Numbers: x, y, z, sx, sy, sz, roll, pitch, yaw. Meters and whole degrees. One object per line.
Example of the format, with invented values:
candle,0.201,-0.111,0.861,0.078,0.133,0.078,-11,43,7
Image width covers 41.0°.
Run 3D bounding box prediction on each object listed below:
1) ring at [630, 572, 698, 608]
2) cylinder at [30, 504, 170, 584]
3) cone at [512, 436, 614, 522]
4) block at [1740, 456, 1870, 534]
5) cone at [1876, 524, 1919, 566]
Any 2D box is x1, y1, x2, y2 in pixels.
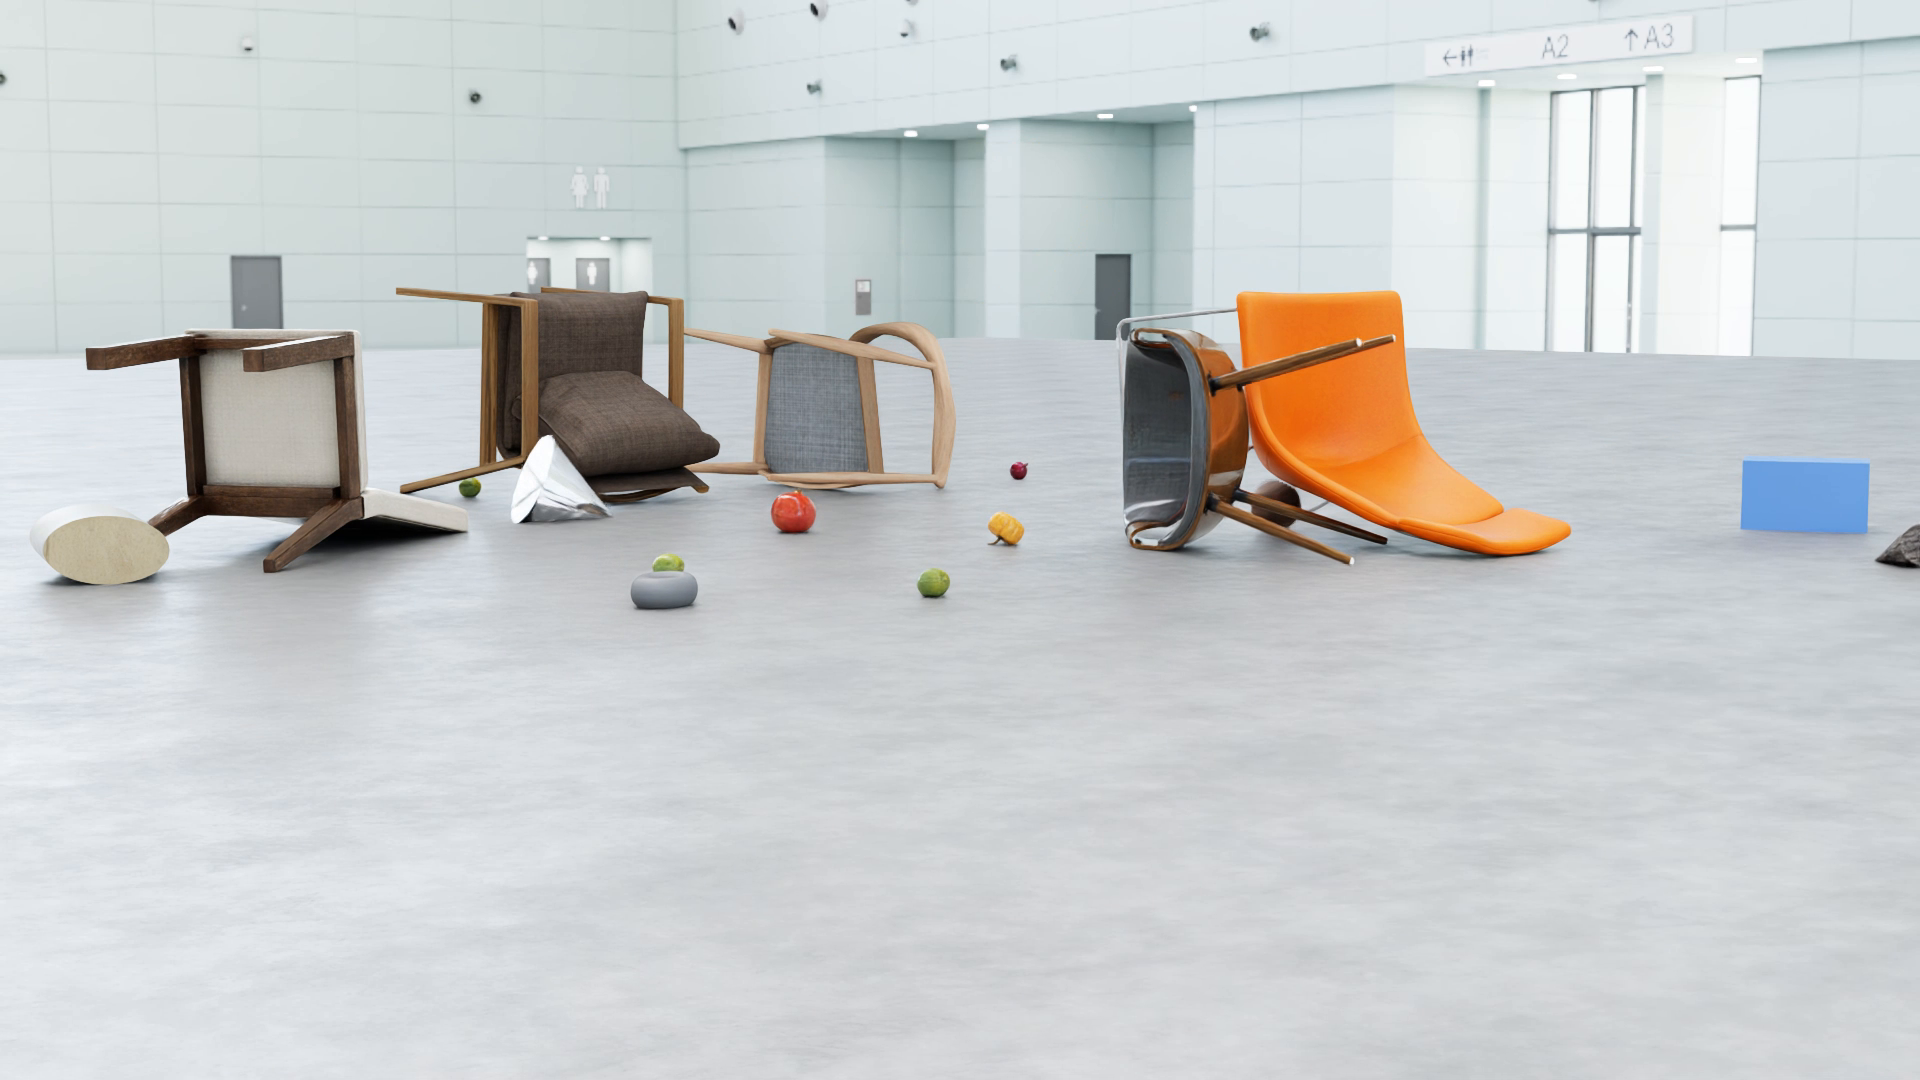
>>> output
ring,-0.592,0.100,5.139,0.120,0.063,0.168,4,8,25
cylinder,-1.888,0.007,5.622,0.259,0.148,0.311,1,5,-25
cone,-1.047,-0.113,6.952,0.254,0.223,0.290,27,37,-24
block,2.211,-0.121,6.707,0.311,0.179,0.189,2,6,19
cone,2.162,0.029,5.898,0.267,0.100,0.135,-7,-11,-44
